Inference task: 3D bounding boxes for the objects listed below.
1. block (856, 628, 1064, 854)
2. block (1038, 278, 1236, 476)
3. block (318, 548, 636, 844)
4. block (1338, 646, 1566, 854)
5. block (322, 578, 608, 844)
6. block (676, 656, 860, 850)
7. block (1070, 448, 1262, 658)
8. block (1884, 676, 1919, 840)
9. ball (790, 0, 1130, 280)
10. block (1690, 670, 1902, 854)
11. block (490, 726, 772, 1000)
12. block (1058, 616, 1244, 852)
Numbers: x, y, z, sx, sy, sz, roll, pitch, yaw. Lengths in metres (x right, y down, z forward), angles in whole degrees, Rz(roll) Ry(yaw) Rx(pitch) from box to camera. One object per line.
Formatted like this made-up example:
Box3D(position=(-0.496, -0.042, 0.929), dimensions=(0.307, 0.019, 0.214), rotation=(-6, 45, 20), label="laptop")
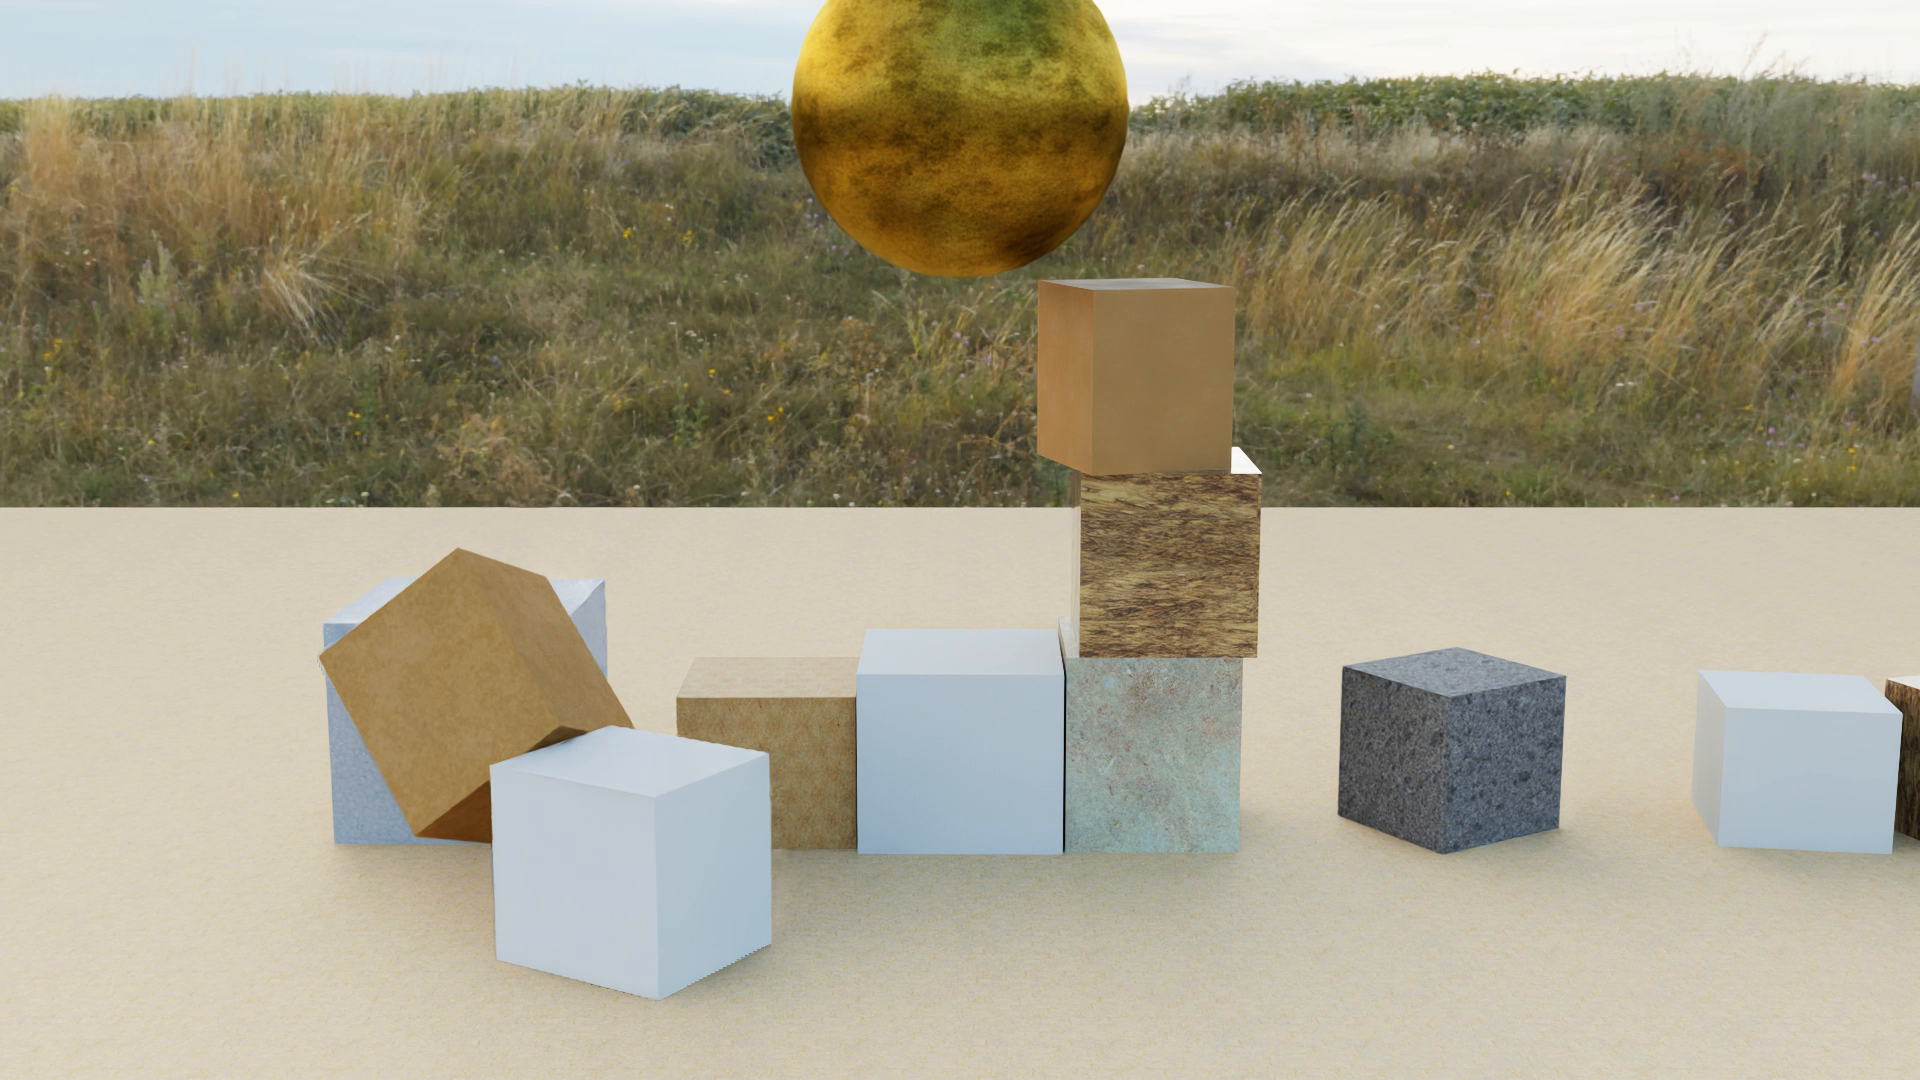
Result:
Box3D(position=(0.006, 1.021, 11.378), dimensions=(1.021, 0.920, 1.021), rotation=(0, 10, 1), label="block")
Box3D(position=(0.863, -0.831, 10.950), dimensions=(0.733, 0.887, 0.784), rotation=(-3, 11, -17), label="block")
Box3D(position=(-2.227, 0.748, 10.275), dimensions=(0.850, 0.995, 0.823), rotation=(-37, -19, 9), label="block")
Box3D(position=(2.544, 1.072, 11.409), dimensions=(0.824, 0.809, 0.773), rotation=(-6, 12, -32), label="block")
Box3D(position=(-2.555, 0.873, 11.583), dimensions=(1.196, 1.138, 1.160), rotation=(0, 10, 1), label="block")
Box3D(position=(-0.967, 1.088, 11.389), dimensions=(0.888, 0.784, 0.866), rotation=(0, 10, -1), label="block")
Box3D(position=(1.024, 0.045, 11.171), dimensions=(0.874, 0.916, 0.924), rotation=(0, 10, 0), label="block")
Box3D(position=(5.285, 1.127, 11.211), dimensions=(0.851, 0.771, 0.693), rotation=(-3, 11, -18), label="block")
Box3D(position=(0.000, -2.039, 10.405), dimensions=(1.600, 1.600, 1.600), rotation=(0, 10, 0), label="ball")
Box3D(position=(4.291, 1.129, 11.342), dimensions=(0.834, 0.721, 0.798), rotation=(2, 10, 9), label="block")
Box3D(position=(-1.418, 1.374, 9.558), dimensions=(0.894, 0.871, 0.791), rotation=(6, 12, 31), label="block")
Box3D(position=(0.958, 0.984, 11.359), dimensions=(0.866, 1.000, 0.949), rotation=(0, 10, 0), label="block")
